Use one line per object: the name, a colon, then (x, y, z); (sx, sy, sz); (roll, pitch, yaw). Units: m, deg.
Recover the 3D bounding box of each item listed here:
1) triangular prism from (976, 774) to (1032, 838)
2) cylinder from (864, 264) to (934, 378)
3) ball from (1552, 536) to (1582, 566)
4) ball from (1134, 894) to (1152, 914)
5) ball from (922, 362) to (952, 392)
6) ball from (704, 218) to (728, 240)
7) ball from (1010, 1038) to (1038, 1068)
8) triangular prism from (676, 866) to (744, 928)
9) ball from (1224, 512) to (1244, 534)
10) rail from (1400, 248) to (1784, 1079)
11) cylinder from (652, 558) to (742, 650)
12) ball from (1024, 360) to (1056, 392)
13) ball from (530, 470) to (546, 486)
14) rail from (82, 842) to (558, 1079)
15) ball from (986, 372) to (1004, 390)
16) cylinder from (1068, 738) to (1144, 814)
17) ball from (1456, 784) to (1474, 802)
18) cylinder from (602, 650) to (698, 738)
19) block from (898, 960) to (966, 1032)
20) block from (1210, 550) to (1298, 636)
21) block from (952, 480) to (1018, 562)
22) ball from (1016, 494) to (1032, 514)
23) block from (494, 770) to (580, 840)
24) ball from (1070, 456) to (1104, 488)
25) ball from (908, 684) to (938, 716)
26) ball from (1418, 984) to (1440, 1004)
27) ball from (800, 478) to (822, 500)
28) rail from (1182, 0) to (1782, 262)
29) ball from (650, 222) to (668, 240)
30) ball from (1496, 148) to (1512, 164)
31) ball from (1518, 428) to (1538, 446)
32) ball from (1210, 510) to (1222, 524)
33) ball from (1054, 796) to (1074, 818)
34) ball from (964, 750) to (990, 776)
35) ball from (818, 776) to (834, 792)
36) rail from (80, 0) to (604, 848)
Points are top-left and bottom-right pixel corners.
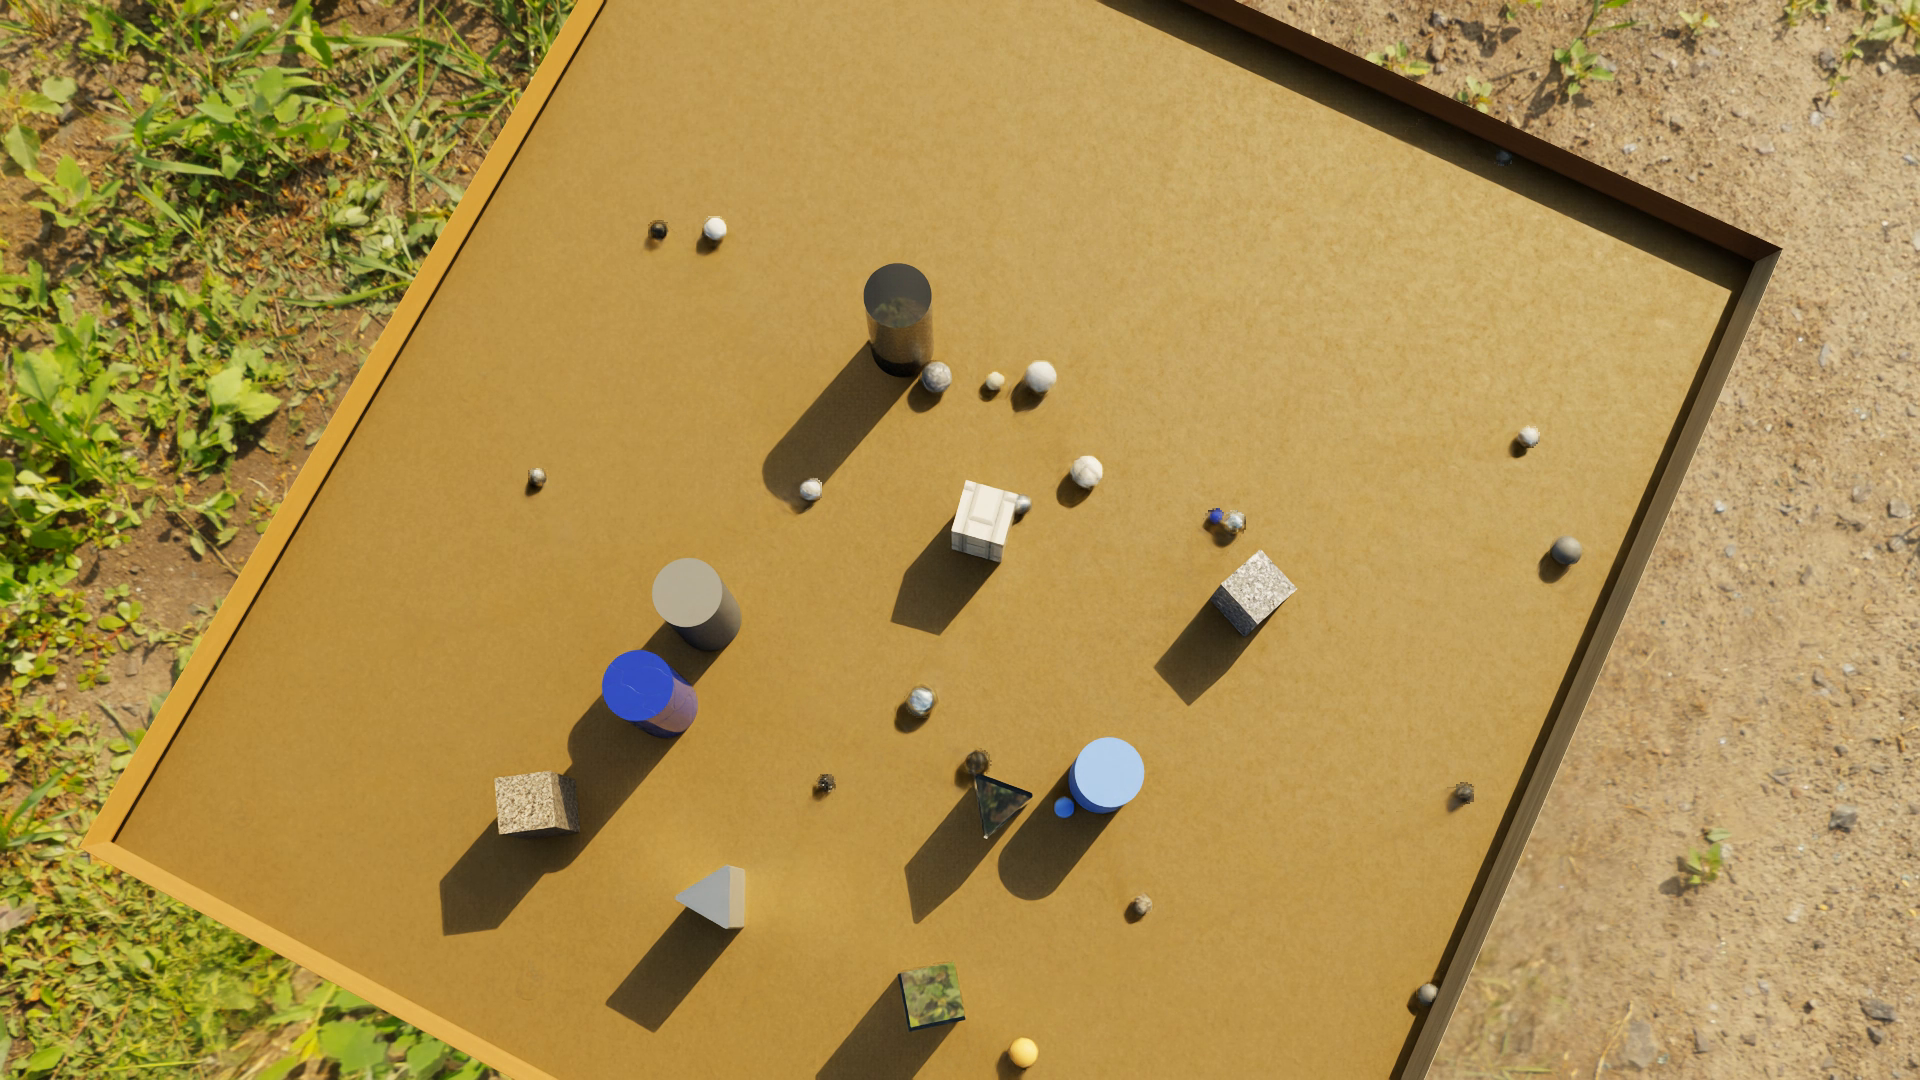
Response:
triangular prism: (0.093, 0.746, 5.308); (0.170, 0.302, 0.147); (-39, 81, -7)
cylinder: (-0.179, -0.653, 5.502); (0.196, 0.488, 0.196); (0, 78, 0)
ball: (1.845, 0.033, 5.565); (0.088, 0.088, 0.088); (0, 78, 0)
ball: (0.535, 1.066, 5.368); (0.055, 0.055, 0.055); (0, 78, 0)
ball: (-0.072, -0.503, 5.672); (0.095, 0.095, 0.095); (0, 78, 0)
ball: (-0.771, -0.981, 5.783); (0.071, 0.071, 0.071); (0, 78, 0)
ball: (0.182, 1.474, 5.270); (0.082, 0.082, 0.082); (0, 78, 0)
triangular prism: (-0.675, 0.998, 5.225); (0.170, 0.363, 0.147); (29, 80, 6)
ball: (0.837, -0.050, 5.594); (0.065, 0.065, 0.065); (0, 78, 0)
rail: (1.653, 0.816, 5.382); (0.045, 0.127, 3.919); (26, 80, 5)
cylinder: (-0.761, 0.193, 5.341); (0.196, 0.462, 0.196); (0, 78, 0)
ball: (0.249, -0.505, 5.671); (0.098, 0.098, 0.098); (0, 78, 0)
ball: (-1.295, -0.192, 5.630); (0.051, 0.051, 0.051); (0, 78, 0)
rail: (-0.866, 1.702, 5.198); (3.744, 0.127, 0.045); (26, 80, 5)
ball: (0.110, -0.493, 5.690); (0.056, 0.056, 0.056); (0, 78, 0)
cylinder: (0.421, 0.686, 5.317); (0.196, 0.310, 0.196); (0, 78, 0)
ball: (1.495, 0.752, 5.435); (0.052, 0.052, 0.052); (0, 78, 0)
cylinder: (-0.886, 0.449, 5.276); (0.196, 0.486, 0.196); (0, 78, 0)
block: (-0.077, 1.280, 5.166); (0.157, 0.363, 0.157); (-11, 79, -2)
block: (0.870, 0.161, 5.452); (0.157, 0.257, 0.157); (-41, 81, -8)
block: (0.072, -0.053, 5.487); (0.157, 0.274, 0.157); (16, 79, 3)
ball: (0.187, -0.111, 5.608); (0.063, 0.063, 0.063); (0, 78, 0)
block: (-1.215, 0.767, 5.284); (0.157, 0.341, 0.157); (-7, 78, -2)
ball: (0.389, -0.210, 5.610); (0.098, 0.098, 0.098); (0, 78, 0)
ball: (-0.112, 0.478, 5.471); (0.092, 0.092, 0.092); (0, 78, 0)
ball: (1.359, 1.316, 5.313); (0.061, 0.061, 0.061); (0, 78, 0)
ball: (-0.458, -0.154, 5.615); (0.066, 0.066, 0.066); (0, 78, 0)
rail: (0.866, -1.689, 5.900); (3.744, 0.127, 0.045); (26, 80, 5)
ball: (-0.951, -0.977, 5.790); (0.056, 0.056, 0.056); (0, 78, 0)
ball: (1.734, -1.225, 5.845); (0.050, 0.050, 0.050); (0, 78, 0)
ball: (1.752, -0.318, 5.653); (0.058, 0.058, 0.058); (0, 78, 0)
ball: (0.783, -0.070, 5.611); (0.040, 0.040, 0.040); (0, 78, 0)
ball: (0.309, 0.790, 5.422); (0.061, 0.061, 0.061); (0, 78, 0)
ball: (0.051, 0.662, 5.442); (0.073, 0.073, 0.073); (0, 78, 0)
ball: (-0.397, 0.724, 5.442); (0.048, 0.048, 0.048); (0, 78, 0)
rail: (-1.653, -0.803, 5.717); (0.045, 0.127, 3.919); (26, 80, 5)
